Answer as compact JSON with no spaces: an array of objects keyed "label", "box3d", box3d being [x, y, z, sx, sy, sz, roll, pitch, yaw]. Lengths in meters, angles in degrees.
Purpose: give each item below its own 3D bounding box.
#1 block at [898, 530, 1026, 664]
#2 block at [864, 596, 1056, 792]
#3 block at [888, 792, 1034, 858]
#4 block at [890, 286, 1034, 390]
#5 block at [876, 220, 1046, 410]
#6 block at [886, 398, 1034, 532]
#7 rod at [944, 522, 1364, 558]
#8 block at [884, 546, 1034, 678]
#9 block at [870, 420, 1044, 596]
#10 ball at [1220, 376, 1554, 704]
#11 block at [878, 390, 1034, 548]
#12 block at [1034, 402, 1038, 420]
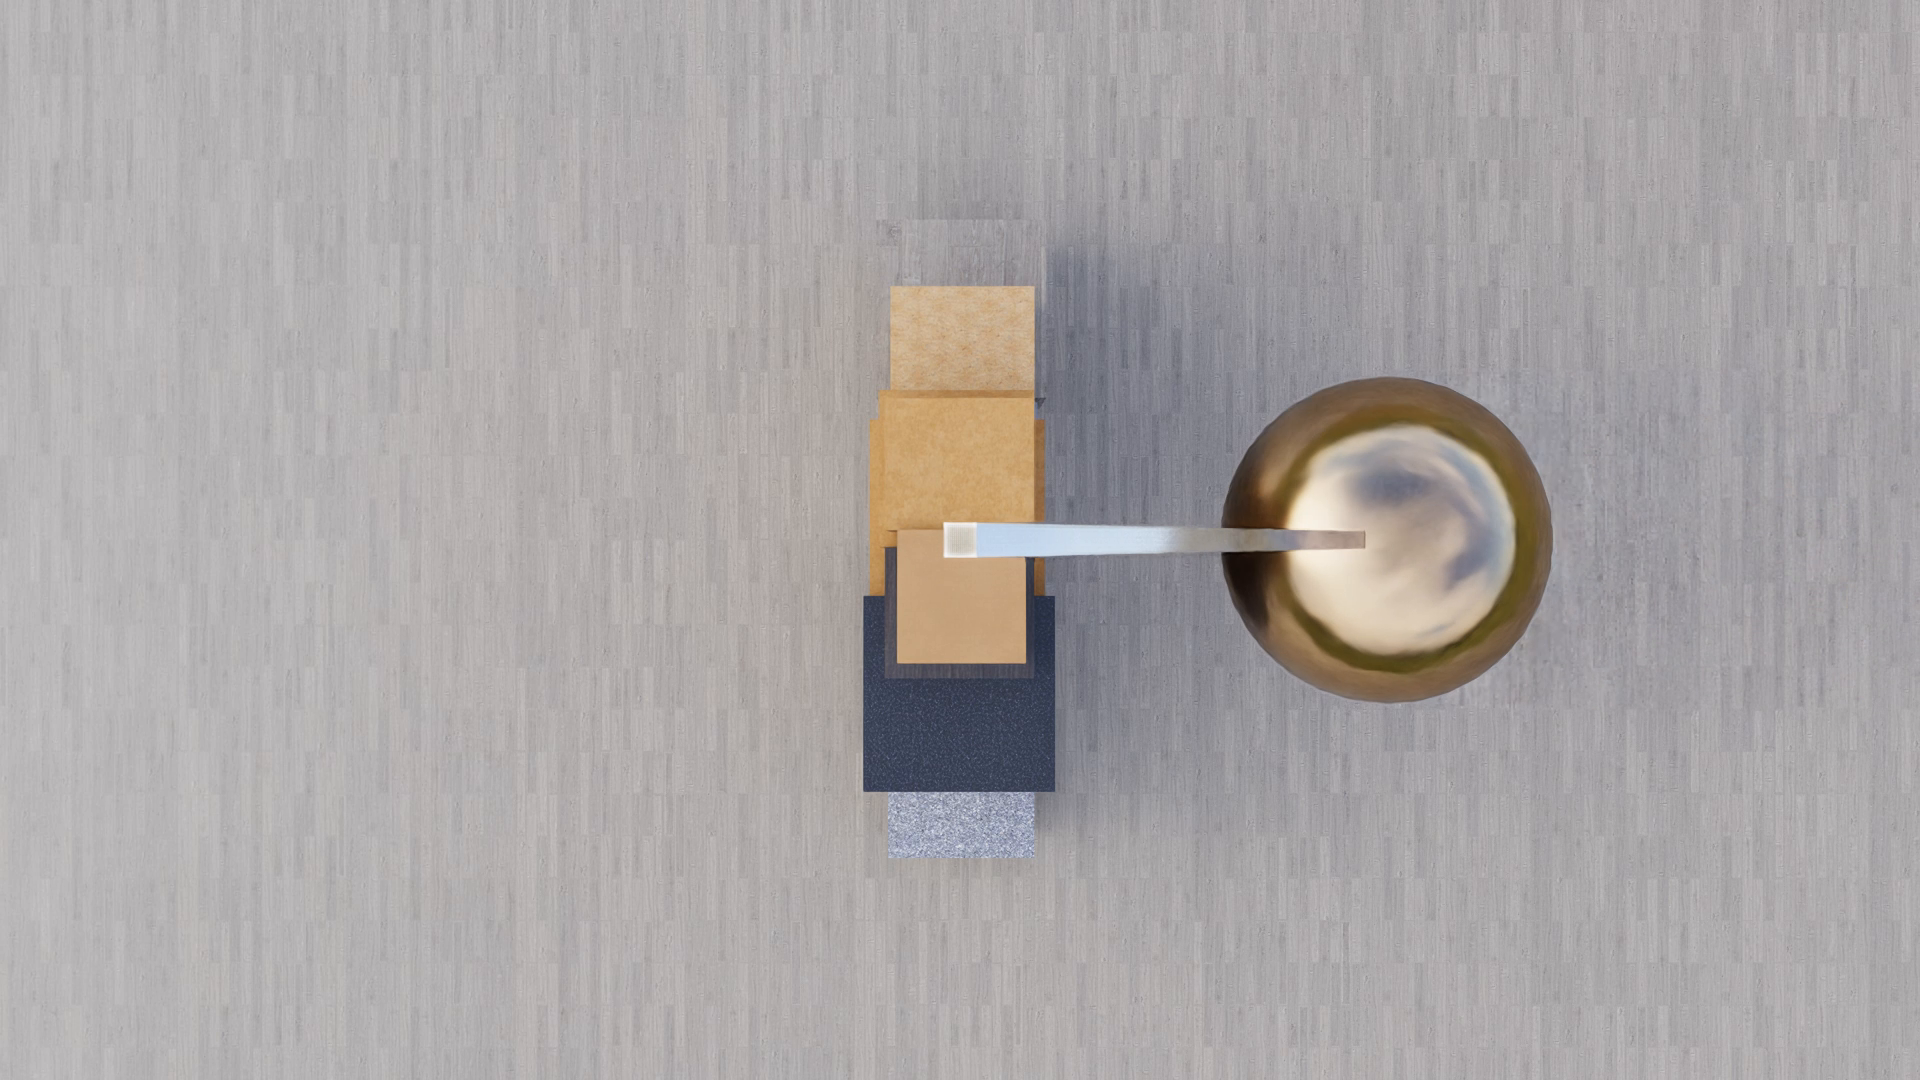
[{"label":"block","box3d":[0.007,0.258,10.131,0.577,0.524,0.599,0,89,0]},{"label":"block","box3d":[-0.004,0.783,11.522,0.960,1.059,0.980,0,88,0]},{"label":"block","box3d":[0.007,1.306,12.525,0.800,0.951,0.873,0,90,0]},{"label":"block","box3d":[0.013,-0.951,11.567,0.731,0.786,0.678,0,90,0]},{"label":"block","box3d":[0.007,-1.258,12.480,0.925,1.040,0.968,0,90,0]},{"label":"block","box3d":[-0.001,-0.340,10.213,0.672,0.567,0.596,0,89,0]},{"label":"rod","box3d":[0.899,0.000,7.554,0.080,5.200,0.080,0,90,20]},{"label":"block","box3d":[-0.002,0.349,10.697,0.706,0.610,0.621,0,89,0]},{"label":"block","box3d":[-0.014,-0.158,11.663,0.891,0.985,0.895,0,89,0]},{"label":"ball","box3d":[2.074,0.000,10.744,1.600,1.600,1.600,0,90,0]},{"label":"block","box3d":[-0.016,-0.338,10.834,0.742,0.674,0.752,0,89,0]},{"label":"block","box3d":[0.012,-0.363,12.598,0.832,0.803,0.803,0,90,0]}]
